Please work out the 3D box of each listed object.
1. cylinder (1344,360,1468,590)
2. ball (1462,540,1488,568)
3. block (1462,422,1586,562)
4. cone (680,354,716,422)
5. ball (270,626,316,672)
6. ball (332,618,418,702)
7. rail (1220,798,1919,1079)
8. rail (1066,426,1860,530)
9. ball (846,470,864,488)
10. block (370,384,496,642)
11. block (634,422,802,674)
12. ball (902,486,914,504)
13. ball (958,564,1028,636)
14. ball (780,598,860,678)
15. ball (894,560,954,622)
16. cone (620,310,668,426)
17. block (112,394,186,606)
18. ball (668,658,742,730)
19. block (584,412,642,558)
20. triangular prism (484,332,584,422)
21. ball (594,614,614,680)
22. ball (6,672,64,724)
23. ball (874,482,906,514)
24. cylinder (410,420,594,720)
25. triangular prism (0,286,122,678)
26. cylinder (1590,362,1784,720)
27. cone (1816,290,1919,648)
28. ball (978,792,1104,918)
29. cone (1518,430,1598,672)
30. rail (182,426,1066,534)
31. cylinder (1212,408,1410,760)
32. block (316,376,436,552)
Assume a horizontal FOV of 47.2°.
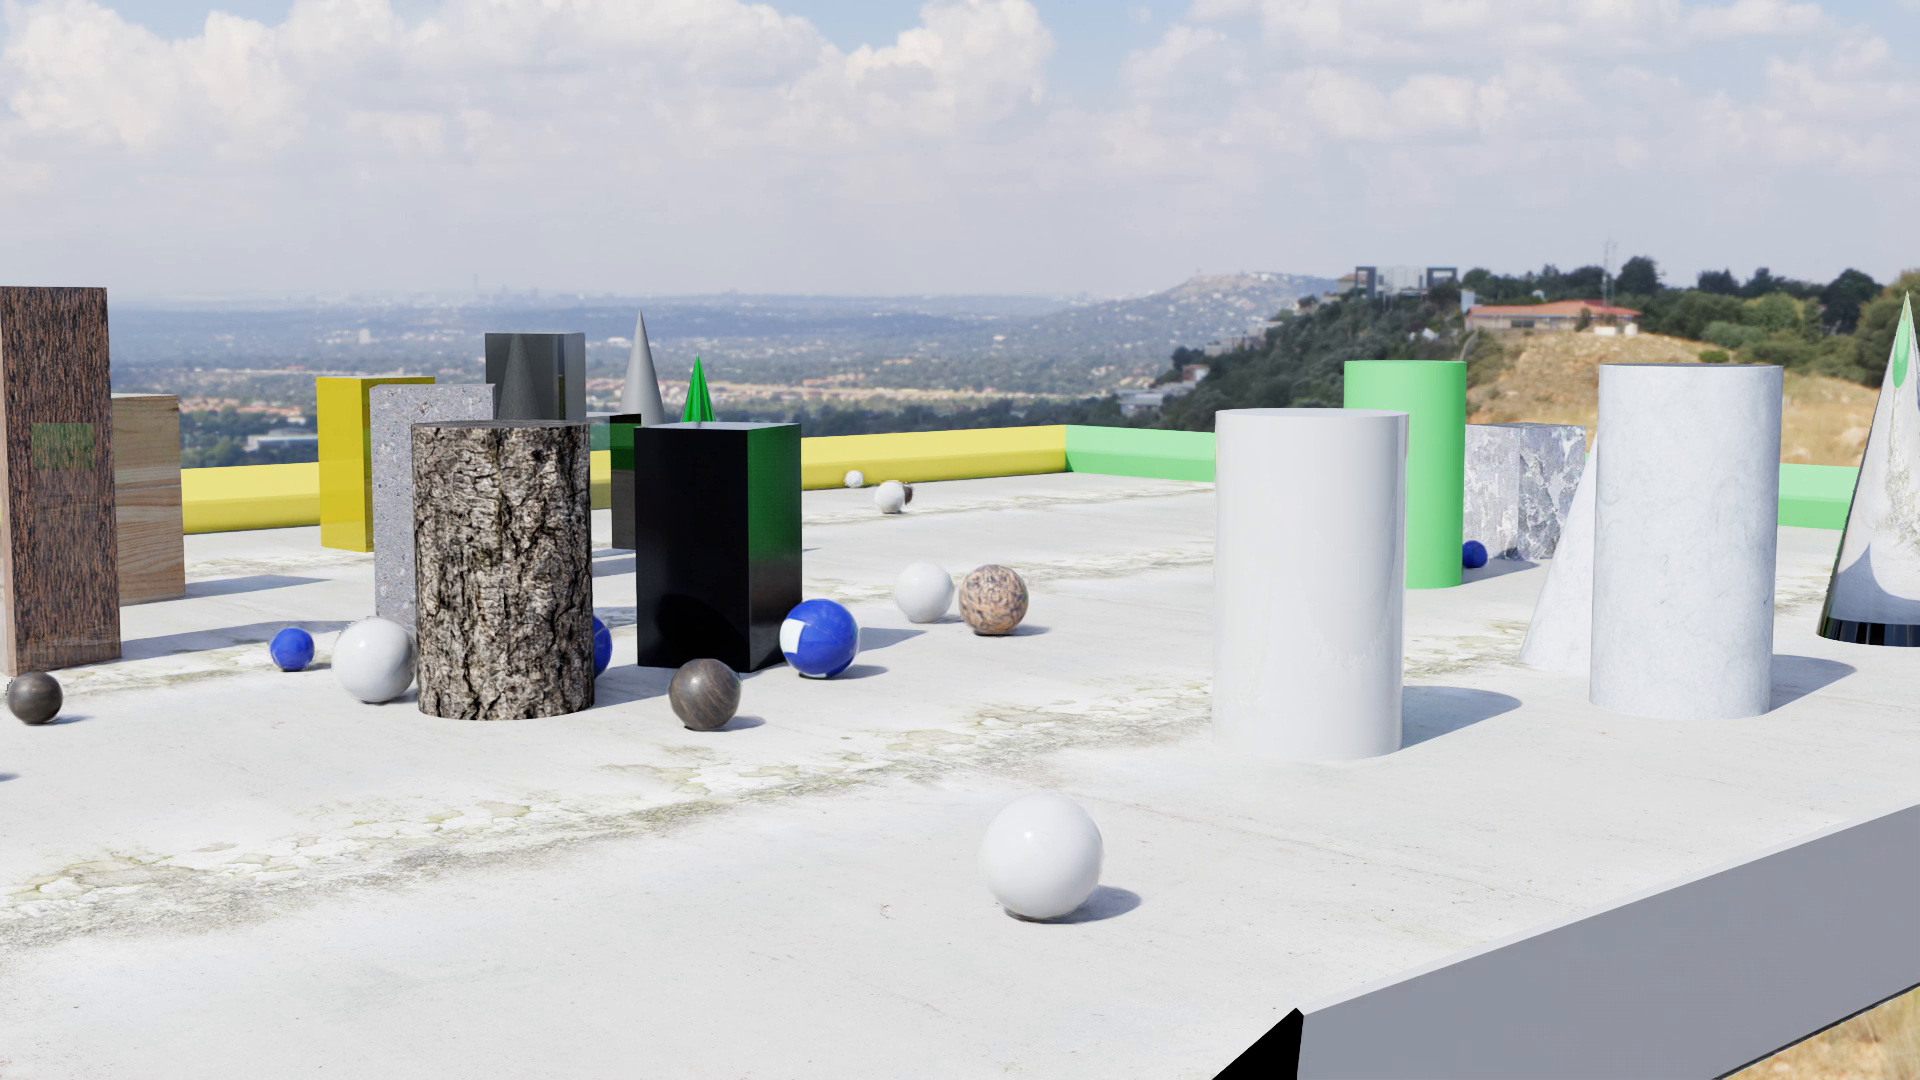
[{"bbox_3d":[0.724,-0.111,3.592,0.195,0.360,0.195,0,6,0],"label":"cylinder"},{"bbox_3d":[0.885,0.025,3.791,0.049,0.049,0.049,0,6,0],"label":"ball"},{"bbox_3d":[1.020,-0.091,3.997,0.156,0.236,0.156,-3,7,-29],"label":"block"},{"bbox_3d":[-0.457,-0.143,3.849,0.195,0.371,0.195,0,6,0],"label":"cone"},{"bbox_3d":[-0.825,0.135,2.718,0.055,0.055,0.055,0,6,0],"label":"ball"},{"bbox_3d":[-0.665,0.137,2.502,0.096,0.096,0.096,0,6,0],"label":"ball"},{"bbox_3d":[1.221,0.171,2.016,4.157,0.127,0.045,-5,8,-42],"label":"rail"},{"bbox_3d":[1.510,-0.112,4.718,0.045,0.127,3.649,-5,8,-42],"label":"rail"},{"bbox_3d":[-0.264,-0.152,5.499,0.046,0.046,0.046,0,6,0],"label":"ball"},{"bbox_3d":[-0.705,-0.036,2.967,0.156,0.342,0.156,-1,6,-10],"label":"block"},{"bbox_3d":[-0.304,0.004,2.786,0.156,0.299,0.156,2,6,20],"label":"block"},{"bbox_3d":[-0.129,-0.104,5.055,0.043,0.043,0.043,0,6,0],"label":"ball"},{"bbox_3d":[0.046,0.082,3.018,0.098,0.098,0.098,0,6,0],"label":"ball"},{"bbox_3d":[-0.170,0.119,2.668,0.097,0.097,0.097,0,6,0],"label":"ball"},{"bbox_3d":[-0.051,0.074,3.140,0.088,0.088,0.088,0,6,0],"label":"ball"},{"bbox_3d":[-0.634,-0.238,4.379,0.195,0.451,0.195,0,6,0],"label":"cone"},{"bbox_3d":[-1.309,-0.064,3.369,0.156,0.314,0.156,3,7,29],"label":"block"},{"bbox_3d":[-0.271,0.163,2.340,0.077,0.077,0.077,0,6,0],"label":"ball"},{"bbox_3d":[-0.693,-0.104,4.036,0.156,0.254,0.156,3,7,28],"label":"block"},{"bbox_3d":[-0.681,-0.145,3.701,0.169,0.406,0.147,4,7,32],"label":"triangular prism"},{"bbox_3d":[-0.458,0.128,2.615,0.090,0.090,0.090,0,6,0],"label":"ball"},{"bbox_3d":[-0.997,0.170,2.370,0.057,0.057,0.057,0,6,0],"label":"ball"},{"bbox_3d":[-0.154,-0.093,4.824,0.069,0.069,0.069,0,6,0],"label":"ball"},{"bbox_3d":[-0.512,0.028,2.470,0.195,0.318,0.195,0,6,0],"label":"cylinder"},{"bbox_3d":[-1.137,-0.080,2.758,0.147,0.473,0.169,-4,7,-33],"label":"triangular prism"},{"bbox_3d":[0.814,-0.004,2.470,0.195,0.383,0.195,0,6,0],"label":"cylinder"},{"bbox_3d":[1.274,-0.103,2.981,0.195,0.472,0.195,0,6,0],"label":"cone"},{"bbox_3d":[0.060,0.231,1.616,0.092,0.092,0.092,0,6,0],"label":"ball"},{"bbox_3d":[0.811,-0.007,2.783,0.195,0.323,0.195,0,6,0],"label":"cone"},{"bbox_3d":[-1.221,-0.105,4.648,4.157,0.127,0.045,-5,8,-42],"label":"rail"},{"bbox_3d":[0.358,0.039,2.257,0.195,0.340,0.195,0,6,0],"label":"cylinder"},{"bbox_3d":[-1.094,-0.147,4.133,0.156,0.320,0.156,6,8,43],"label":"block"}]
